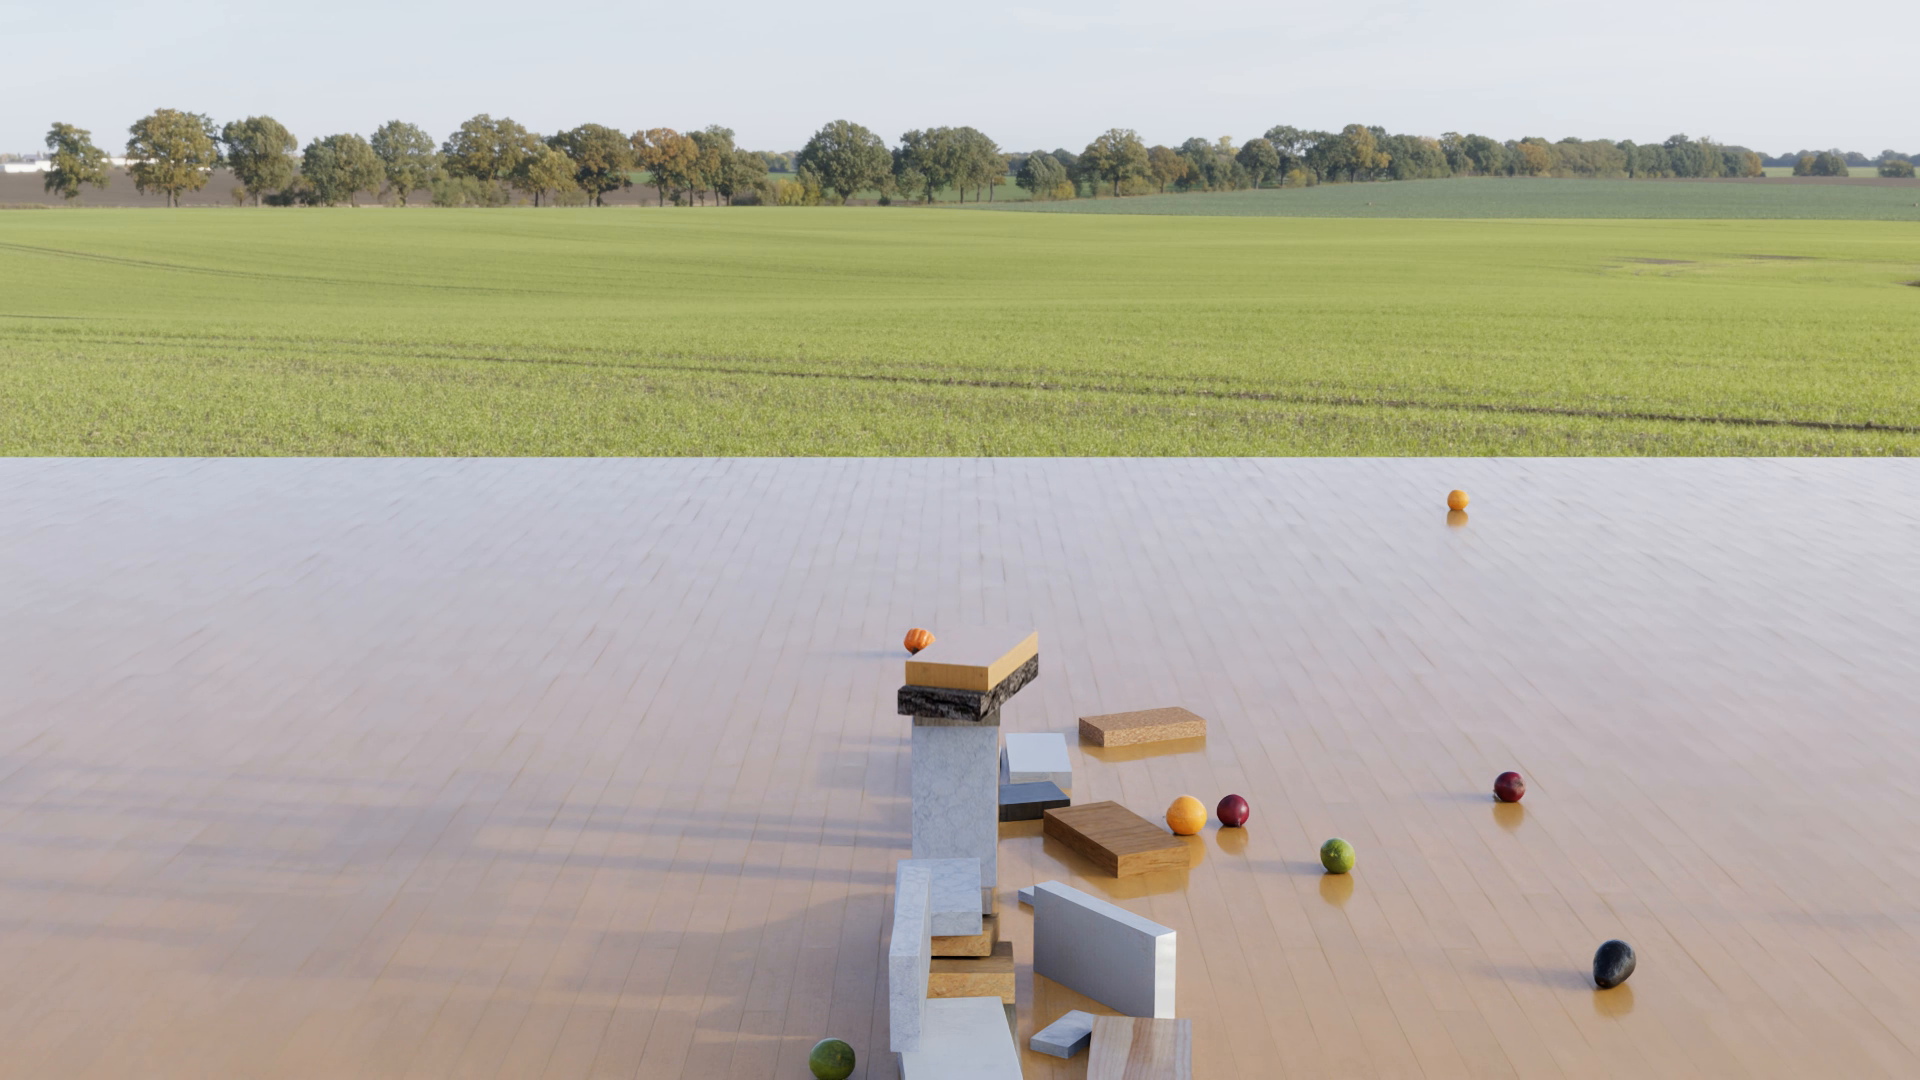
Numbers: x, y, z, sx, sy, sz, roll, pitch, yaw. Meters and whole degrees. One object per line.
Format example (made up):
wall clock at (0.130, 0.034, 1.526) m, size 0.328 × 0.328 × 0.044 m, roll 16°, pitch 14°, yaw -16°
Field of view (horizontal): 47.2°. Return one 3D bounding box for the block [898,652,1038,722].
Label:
block at (0.017, 0.238, 3.669) m, size 0.141 × 0.040 × 0.321 m, roll 3°, pitch 11°, yaw 18°

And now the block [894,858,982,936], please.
block at (-0.032, 0.528, 3.264) m, size 0.126 × 0.036 × 0.252 m, roll -1°, pitch 9°, yaw 0°

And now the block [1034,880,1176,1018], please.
block at (0.209, 0.604, 3.223) m, size 0.039 × 0.136 × 0.273 m, roll -8°, pitch 13°, yaw -36°

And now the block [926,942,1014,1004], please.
block at (0.004, 0.626, 3.192) m, size 0.147 × 0.042 × 0.293 m, roll 0°, pitch -2°, yaw 1°

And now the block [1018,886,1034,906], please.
block at (0.157, 0.592, 3.611) m, size 0.060 × 0.017 × 0.120 m, roll -8°, pitch 13°, yaw -38°

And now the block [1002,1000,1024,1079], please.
block at (0.006, 0.692, 3.005) m, size 0.147 × 0.042 × 0.293 m, roll 0°, pitch 11°, yaw -1°

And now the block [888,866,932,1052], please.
block at (-0.066, 0.558, 2.948) m, size 0.039 × 0.136 × 0.273 m, roll 0°, pitch 16°, yaw 2°

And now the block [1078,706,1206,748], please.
block at (0.384, 0.393, 4.637) m, size 0.239 × 0.034 × 0.120 m, roll -4°, pitch 11°, yaw -23°

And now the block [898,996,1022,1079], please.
block at (-0.005, 0.674, 2.873) m, size 0.147 × 0.042 × 0.293 m, roll -1°, pitch 11°, yaw -5°

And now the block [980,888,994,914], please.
block at (-0.012, 0.568, 3.471) m, size 0.126 × 0.036 × 0.252 m, roll 0°, pitch -8°, yaw 2°

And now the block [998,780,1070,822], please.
block at (0.074, 0.492, 4.105) m, size 0.239 × 0.034 × 0.120 m, roll -3°, pitch 11°, yaw -15°

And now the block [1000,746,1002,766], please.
block at (0.011, 0.454, 4.303) m, size 0.126 × 0.036 × 0.253 m, roll 1°, pitch 11°, yaw 4°

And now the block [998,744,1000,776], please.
block at (0.013, 0.412, 4.335) m, size 0.126 × 0.036 × 0.253 m, roll 0°, pitch 11°, yaw 0°

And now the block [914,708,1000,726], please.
block at (-0.003, 0.261, 3.765) m, size 0.143 × 0.040 × 0.285 m, roll 0°, pitch 11°, yaw 0°

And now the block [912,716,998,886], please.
block at (-0.009, 0.440, 3.696) m, size 0.143 × 0.285 × 0.040 m, roll 0°, pitch 10°, yaw 0°

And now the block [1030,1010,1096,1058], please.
block at (0.155, 0.691, 3.079) m, size 0.060 × 0.017 × 0.120 m, roll 7°, pitch 12°, yaw 32°

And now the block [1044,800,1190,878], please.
block at (0.274, 0.528, 3.895) m, size 0.141 × 0.040 × 0.283 m, roll -5°, pitch 12°, yaw -24°

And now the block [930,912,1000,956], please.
block at (-0.011, 0.588, 3.290) m, size 0.126 × 0.036 × 0.252 m, roll 0°, pitch -4°, yaw 4°

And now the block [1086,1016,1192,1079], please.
block at (0.240, 0.708, 2.929) m, size 0.136 × 0.039 × 0.273 m, roll 1°, pitch 11°, yaw 6°

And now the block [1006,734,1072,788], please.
block at (0.155, 0.439, 4.388) m, size 0.120 × 0.034 × 0.276 m, roll 0°, pitch 11°, yaw -1°

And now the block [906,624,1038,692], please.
block at (0.023, 0.195, 3.681) m, size 0.141 × 0.040 × 0.283 m, roll 3°, pitch 11°, yaw 18°
